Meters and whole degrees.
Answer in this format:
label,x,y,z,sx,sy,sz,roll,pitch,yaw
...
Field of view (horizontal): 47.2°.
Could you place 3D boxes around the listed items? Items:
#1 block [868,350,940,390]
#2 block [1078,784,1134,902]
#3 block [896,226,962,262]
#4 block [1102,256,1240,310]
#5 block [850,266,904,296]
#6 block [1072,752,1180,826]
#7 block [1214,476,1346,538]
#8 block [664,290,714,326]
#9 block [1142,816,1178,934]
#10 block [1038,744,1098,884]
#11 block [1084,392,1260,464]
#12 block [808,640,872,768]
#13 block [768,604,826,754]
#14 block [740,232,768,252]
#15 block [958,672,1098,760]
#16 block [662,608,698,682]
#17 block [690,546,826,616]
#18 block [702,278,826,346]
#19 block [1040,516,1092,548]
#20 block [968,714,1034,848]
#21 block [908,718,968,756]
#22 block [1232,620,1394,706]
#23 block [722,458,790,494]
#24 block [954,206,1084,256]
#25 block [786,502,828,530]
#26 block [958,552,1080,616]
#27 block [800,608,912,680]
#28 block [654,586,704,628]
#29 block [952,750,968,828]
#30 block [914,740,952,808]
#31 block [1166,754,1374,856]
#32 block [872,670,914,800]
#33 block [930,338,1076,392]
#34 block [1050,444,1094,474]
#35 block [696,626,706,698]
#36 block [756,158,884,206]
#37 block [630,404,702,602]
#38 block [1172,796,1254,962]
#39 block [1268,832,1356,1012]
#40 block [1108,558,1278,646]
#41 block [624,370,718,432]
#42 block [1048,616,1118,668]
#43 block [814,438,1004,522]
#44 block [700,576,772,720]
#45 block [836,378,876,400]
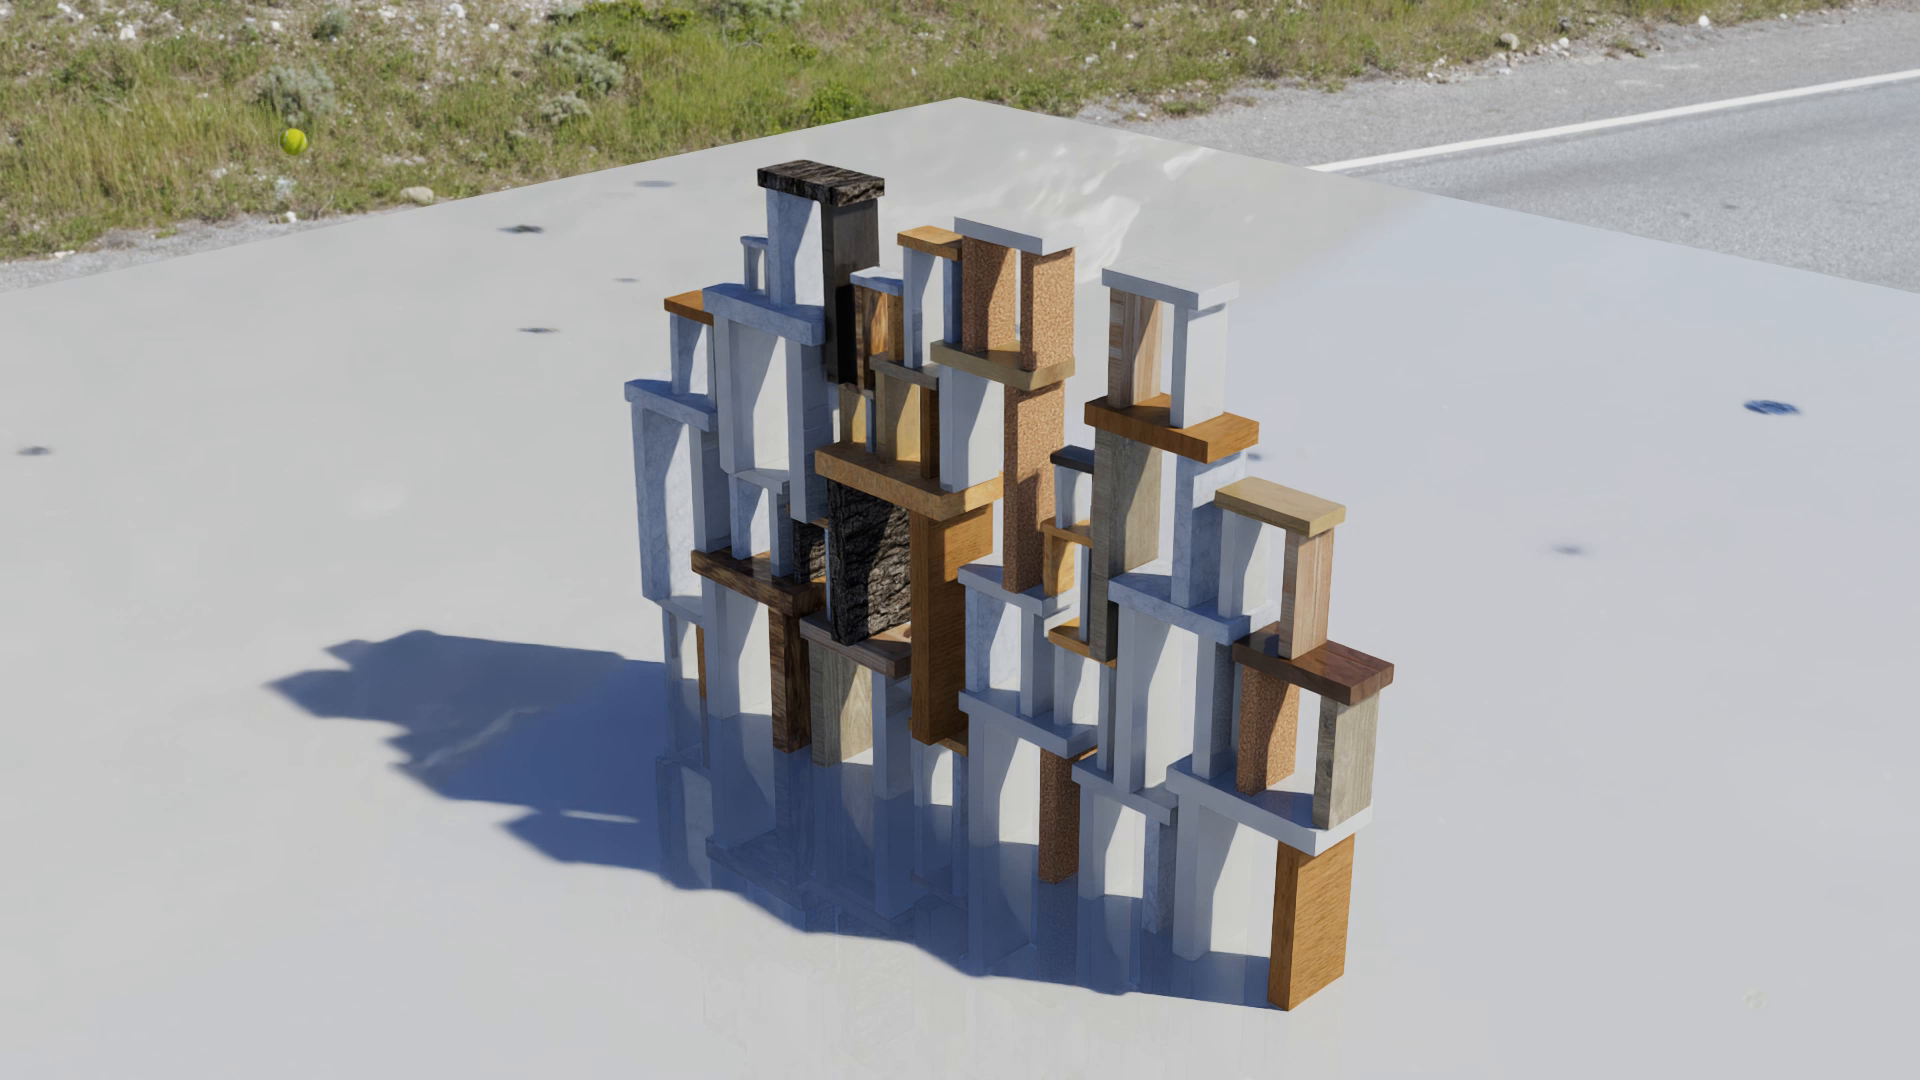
label,x,y,z,sx,sy,sz,roll,pitch,yaw
block,-0.077,-0.326,4.169,0.182,0.026,0.091,21,31,40
block,0.278,0.552,4.156,0.034,0.238,0.119,21,31,41
block,-0.032,-0.544,4.025,0.079,0.022,0.158,-21,31,-40
block,0.349,-0.429,3.666,0.105,0.030,0.210,-21,31,-40
block,-0.139,-0.489,4.161,0.131,0.018,0.065,21,31,40
block,0.334,0.449,4.052,0.119,0.034,0.238,-21,31,-41
block,0.527,-0.056,3.627,0.194,0.028,0.097,21,31,41
block,-0.526,-0.483,4.592,0.181,0.026,0.090,21,31,40
block,0.390,0.596,4.053,0.034,0.238,0.119,21,31,41
block,0.215,0.505,4.209,0.040,0.283,0.142,21,31,41
block,0.359,-0.200,3.751,0.136,0.039,0.273,-21,31,-41
block,-0.248,0.325,4.629,0.040,0.285,0.143,21,31,41
block,-0.325,0.274,4.690,0.047,0.333,0.166,21,31,41
block,-0.390,-0.595,4.393,0.047,0.013,0.095,-21,31,-41
block,0.148,0.329,4.207,0.142,0.040,0.283,-21,31,-41
block,-0.630,0.222,5.003,0.091,0.182,0.026,-21,31,-40
block,-0.404,0.068,4.688,0.333,0.047,0.167,21,31,41
block,-0.345,-0.465,4.407,0.167,0.047,0.334,-21,31,-40
block,0.214,-0.018,3.985,0.127,0.018,0.063,19,30,38
block,0.081,0.452,4.332,0.040,0.284,0.142,21,31,41
block,-0.017,0.382,4.404,0.083,0.024,0.166,-21,31,-40
block,0.588,0.204,3.670,0.241,0.034,0.121,21,31,41
block,-0.399,-0.144,4.602,0.192,0.027,0.096,21,31,41
block,0.103,-0.547,3.878,0.214,0.030,0.107,21,31,40
block,-0.276,-0.055,4.503,0.076,0.021,0.151,-21,31,-40
block,0.111,0.081,4.142,0.109,0.031,0.219,-21,31,-41
block,-0.181,0.201,4.504,0.285,0.040,0.143,21,31,41
block,-0.593,0.145,4.920,0.091,0.026,0.182,-20,30,-39
block,0.023,0.485,4.405,0.083,0.167,0.024,-21,31,-41
block,-0.056,0.454,4.477,0.083,0.167,0.024,-21,31,-41
block,0.536,0.442,3.829,0.325,0.046,0.162,21,31,41
block,-0.113,0.378,4.506,0.040,0.285,0.143,21,31,41
block,0.076,-0.329,3.998,0.247,0.035,0.123,21,31,40
block,0.227,-0.140,3.918,0.121,0.017,0.061,17,29,35
block,-0.544,0.256,4.925,0.026,0.182,0.091,21,31,41
block,-0.268,-0.688,4.227,0.235,0.033,0.117,21,31,40
block,-0.646,-0.098,4.874,0.143,0.458,0.040,-21,31,-40
block,0.459,0.583,3.971,0.046,0.325,0.162,21,31,41
block,0.613,0.643,3.830,0.046,0.325,0.162,21,31,41
block,0.403,0.106,3.826,0.268,0.038,0.134,21,31,41
block,-0.575,-0.302,4.718,0.285,0.040,0.143,21,31,40
block,0.251,0.188,4.037,0.165,0.023,0.082,21,31,40
block,-0.098,-0.130,4.270,0.176,0.050,0.352,-21,31,-40
block,-0.482,0.212,4.834,0.047,0.333,0.166,21,31,41
block,-0.184,-0.303,4.297,0.057,0.016,0.114,-20,30,-38
